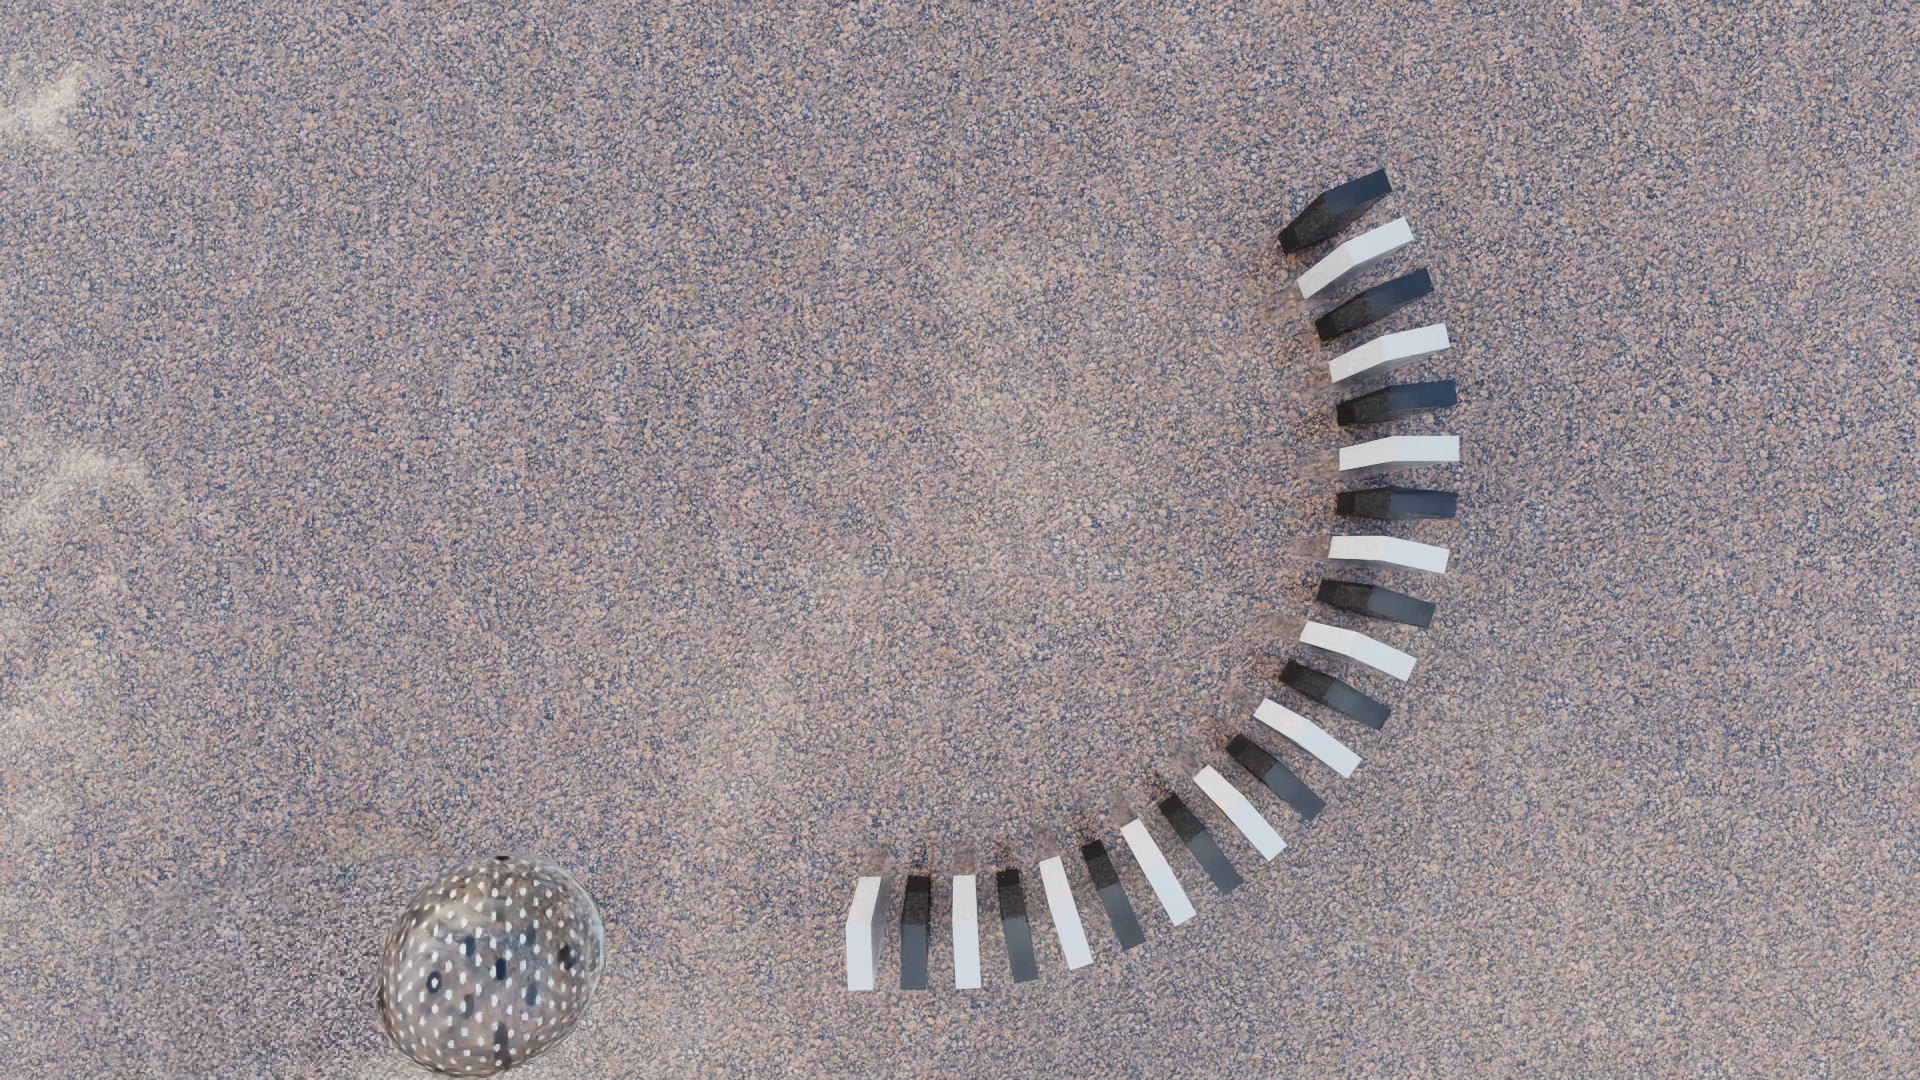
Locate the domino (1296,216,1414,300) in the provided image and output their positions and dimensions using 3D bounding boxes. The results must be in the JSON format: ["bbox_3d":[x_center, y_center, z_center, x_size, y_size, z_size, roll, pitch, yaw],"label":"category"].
[{"bbox_3d":[0.160,-0.114,0.375,0.025,0.050,0.009,-24,90,0],"label":"domino"}]

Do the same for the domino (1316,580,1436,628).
[{"bbox_3d":[0.169,0.025,0.375,0.025,0.050,0.010,18,90,0],"label":"domino"}]

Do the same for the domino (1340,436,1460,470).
[{"bbox_3d":[0.178,-0.035,0.375,0.025,0.050,0.009,0,90,0],"label":"domino"}]

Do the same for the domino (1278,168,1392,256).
[{"bbox_3d":[0.152,-0.133,0.375,0.025,0.050,0.010,-22,90,0],"label":"domino"}]

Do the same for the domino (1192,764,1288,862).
[{"bbox_3d":[0.113,0.110,0.375,0.010,0.050,0.025,-42,90,0],"label":"domino"}]

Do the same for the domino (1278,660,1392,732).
[{"bbox_3d":[0.152,0.063,0.375,0.025,0.050,0.010,30,90,0],"label":"domino"}]

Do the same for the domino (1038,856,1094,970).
[{"bbox_3d":[0.043,0.151,0.375,0.009,0.050,0.025,-18,90,0],"label":"domino"}]

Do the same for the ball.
[{"bbox_3d":[-0.182,0.165,0.360,0.080,0.080,0.080,0,90,0],"label":"ball"}]

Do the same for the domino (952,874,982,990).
[{"bbox_3d":[0.003,0.159,0.375,0.010,0.050,0.025,-3,90,0],"label":"domino"}]

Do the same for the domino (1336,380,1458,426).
[{"bbox_3d":[0.177,-0.055,0.375,0.025,0.050,0.010,-6,90,0],"label":"domino"}]

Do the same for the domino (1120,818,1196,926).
[{"bbox_3d":[0.080,0.135,0.375,0.009,0.050,0.025,-30,90,0],"label":"domino"}]

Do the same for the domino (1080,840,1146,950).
[{"bbox_3d":[0.062,0.144,0.375,0.010,0.050,0.025,-24,90,0],"label":"domino"}]

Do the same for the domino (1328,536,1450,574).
[{"bbox_3d":[0.174,0.006,0.375,0.025,0.050,0.009,12,90,0],"label":"domino"}]

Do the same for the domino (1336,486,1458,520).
[{"bbox_3d":[0.177,-0.015,0.375,0.025,0.050,0.009,6,90,0],"label":"domino"}]

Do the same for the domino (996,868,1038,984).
[{"bbox_3d":[0.023,0.156,0.375,0.009,0.050,0.025,-12,90,0],"label":"domino"}]

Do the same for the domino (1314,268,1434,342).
[{"bbox_3d":[0.168,-0.095,0.375,0.025,0.050,0.010,-21,90,0],"label":"domino"}]

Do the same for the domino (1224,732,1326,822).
[{"bbox_3d":[0.128,0.096,0.375,0.025,0.050,0.010,42,90,0],"label":"domino"}]

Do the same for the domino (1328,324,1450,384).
[{"bbox_3d":[0.174,-0.076,0.375,0.025,0.050,0.010,-12,90,0],"label":"domino"}]

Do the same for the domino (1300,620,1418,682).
[{"bbox_3d":[0.161,0.045,0.375,0.025,0.050,0.009,24,90,0],"label":"domino"}]

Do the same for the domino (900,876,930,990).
[{"bbox_3d":[-0.018,0.159,0.375,0.010,0.050,0.025,0,90,0],"label":"domino"}]

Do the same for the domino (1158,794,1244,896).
[{"bbox_3d":[0.097,0.123,0.375,0.010,0.050,0.025,-36,90,0],"label":"domino"}]

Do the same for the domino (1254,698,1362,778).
[{"bbox_3d":[0.141,0.080,0.375,0.025,0.050,0.010,36,90,0],"label":"domino"}]

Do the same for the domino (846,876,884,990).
[{"bbox_3d":[-0.038,0.160,0.375,0.010,0.050,0.025,-2,90,0],"label":"domino"}]
